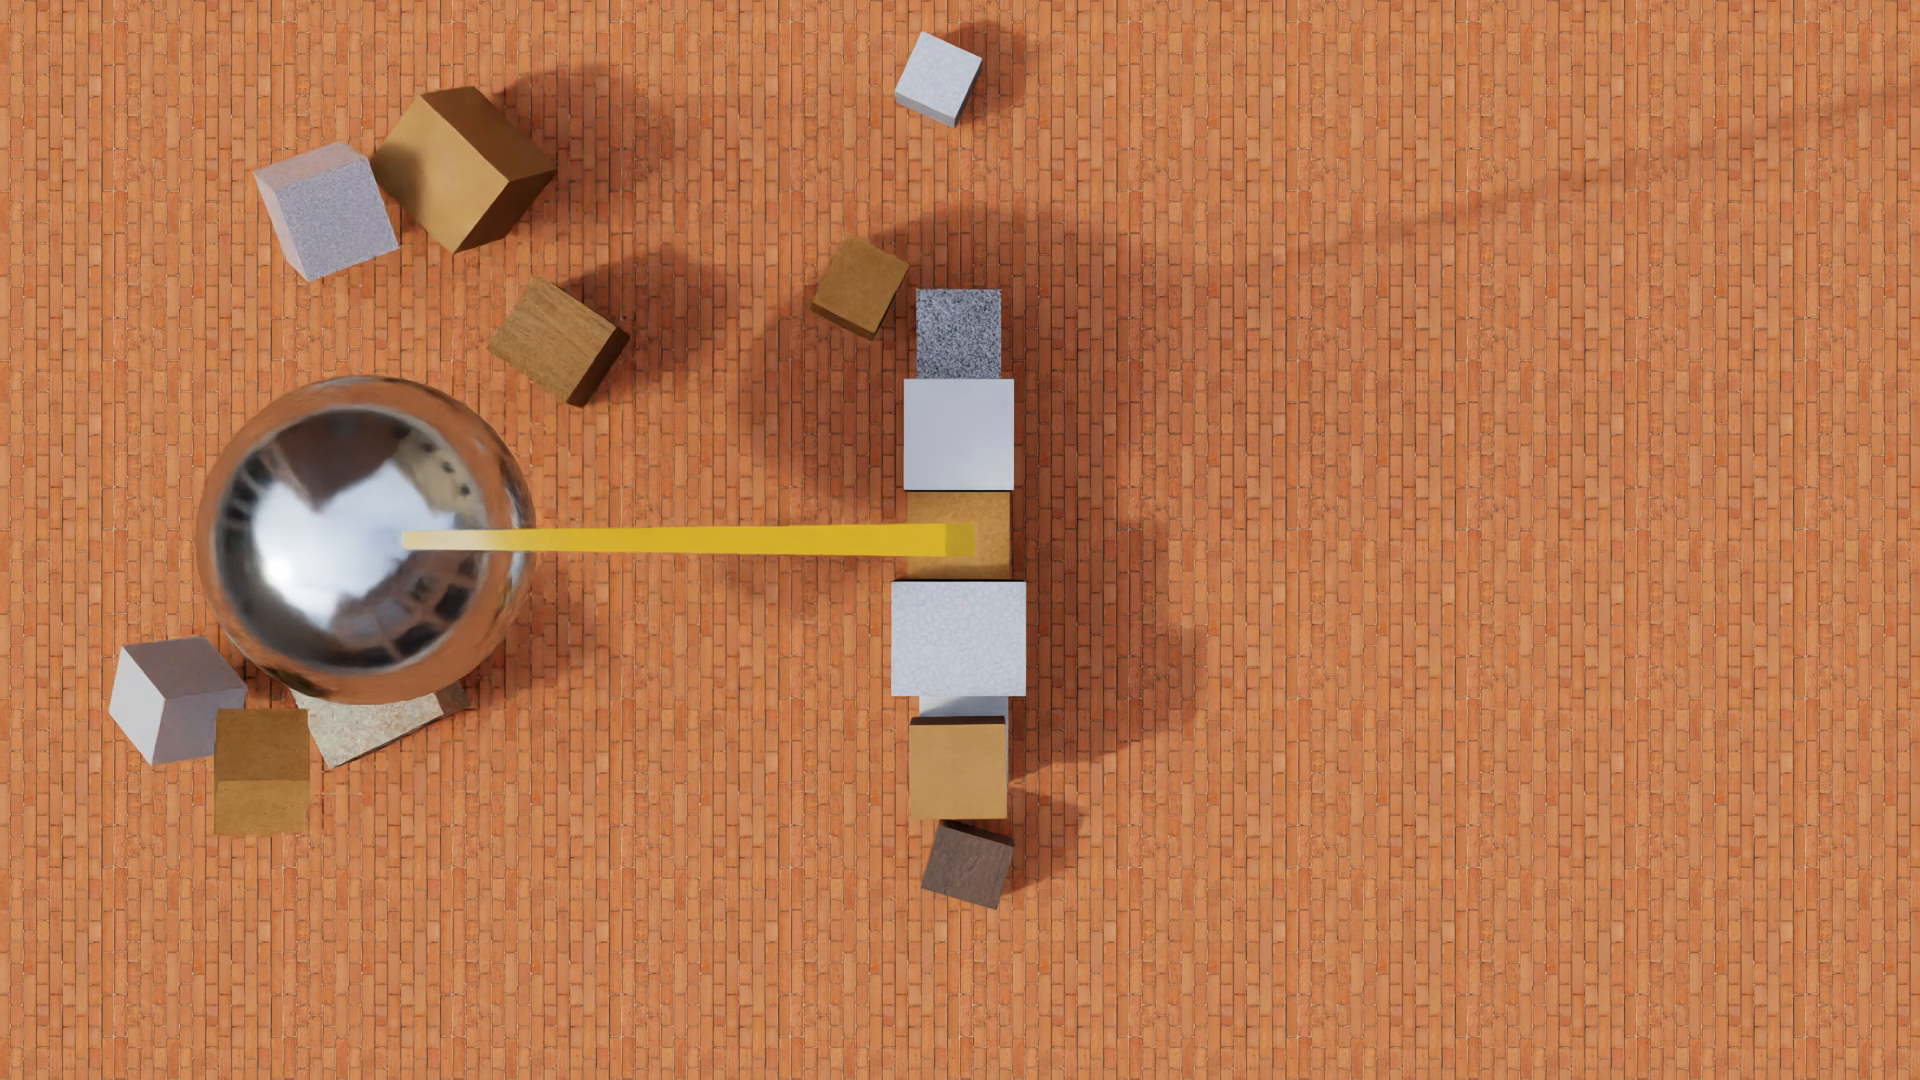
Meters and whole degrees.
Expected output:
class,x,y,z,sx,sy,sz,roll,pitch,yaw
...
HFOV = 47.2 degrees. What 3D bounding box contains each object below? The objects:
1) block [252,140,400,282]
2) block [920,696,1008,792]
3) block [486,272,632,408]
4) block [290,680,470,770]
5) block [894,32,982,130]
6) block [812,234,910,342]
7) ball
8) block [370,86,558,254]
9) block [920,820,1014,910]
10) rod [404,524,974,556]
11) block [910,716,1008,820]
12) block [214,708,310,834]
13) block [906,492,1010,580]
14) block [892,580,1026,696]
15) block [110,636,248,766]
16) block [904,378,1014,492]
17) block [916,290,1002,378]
class,x,y,z,sx,sy,sz,roll,pitch,yaw
block,-3.543,-1.846,12.288,0.531,0.532,0.541,-25,120,-20
block,0.023,1.160,12.776,0.507,0.449,0.550,0,90,0
block,-2.312,-1.143,12.716,0.544,0.568,0.518,34,90,0
block,-3.348,0.851,12.658,0.715,0.683,0.622,-26,90,0
block,-0.125,-2.682,12.838,0.383,0.324,0.383,24,90,0
block,-0.581,-1.462,12.764,0.398,0.428,0.447,27,87,-3
ball,-2.848,0.000,10.613,1.600,1.600,1.600,0,90,0
block,-2.847,-2.126,12.594,0.696,0.649,0.565,44,112,0
block,0.045,1.880,12.806,0.454,0.387,0.376,16,90,0
rod,-1.234,0.000,7.620,0.080,5.200,0.080,0,90,-28
block,-0.009,1.263,12.260,0.524,0.583,0.514,-1,90,0
block,-3.452,1.142,10.860,0.426,0.447,0.439,2,47,-21
block,-0.010,-0.026,12.725,0.580,0.551,0.495,0,90,0
block,-0.007,0.551,12.626,0.749,0.747,0.637,0,90,0
block,-4.432,0.903,12.464,0.535,0.495,0.453,38,120,34
block,-0.006,-0.594,12.676,0.619,0.649,0.623,0,90,0
block,-0.006,-1.174,12.777,0.482,0.446,0.514,0,90,0
